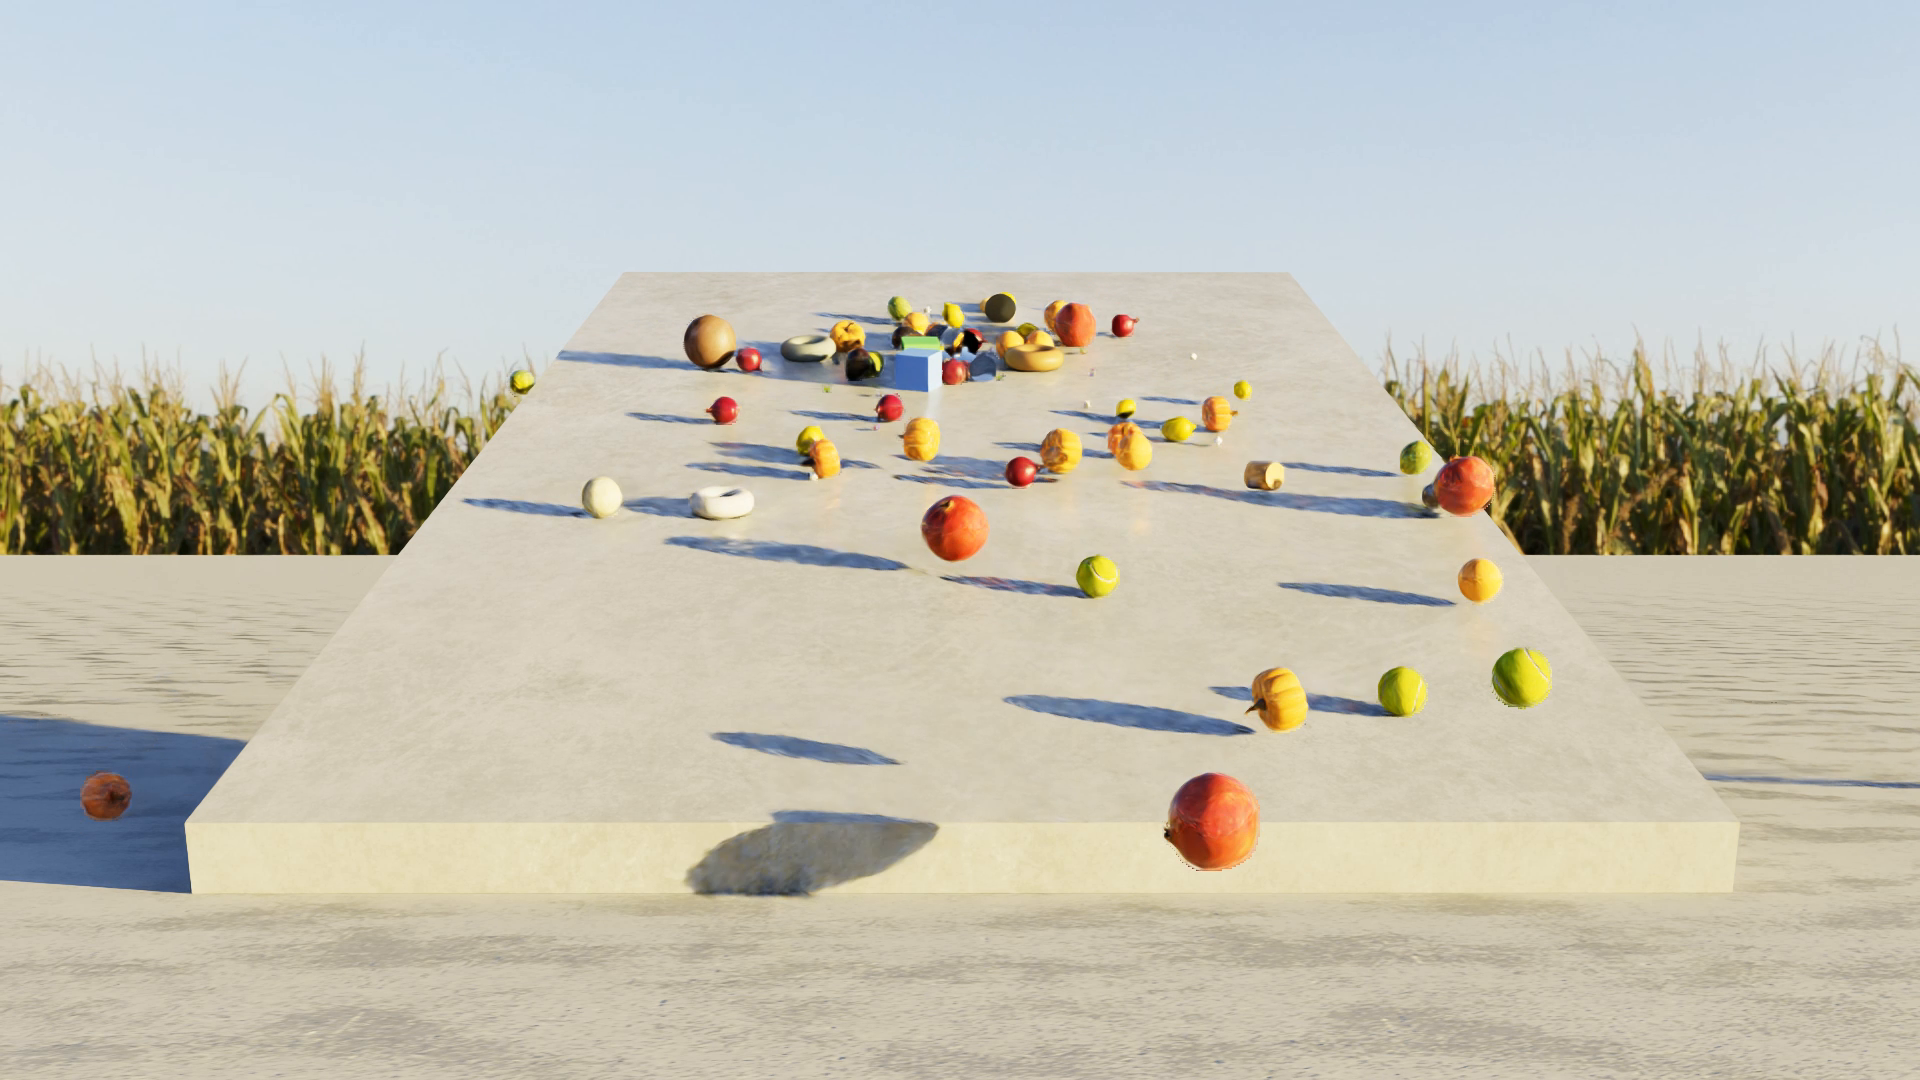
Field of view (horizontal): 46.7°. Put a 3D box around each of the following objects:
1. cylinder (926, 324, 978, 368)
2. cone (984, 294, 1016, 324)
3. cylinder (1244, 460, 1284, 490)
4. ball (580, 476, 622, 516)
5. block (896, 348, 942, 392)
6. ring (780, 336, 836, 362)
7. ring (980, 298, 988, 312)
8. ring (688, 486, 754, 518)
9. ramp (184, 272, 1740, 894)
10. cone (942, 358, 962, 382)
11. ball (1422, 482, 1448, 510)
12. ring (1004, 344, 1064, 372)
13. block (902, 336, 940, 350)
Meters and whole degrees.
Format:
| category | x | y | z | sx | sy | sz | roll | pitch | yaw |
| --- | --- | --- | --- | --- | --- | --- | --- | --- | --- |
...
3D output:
| category | x | y | z | sx | sy | sz | roll | pitch | yaw |
| --- | --- | --- | --- | --- | --- | --- | --- | --- | --- |
| cylinder | -0.022 | -0.475 | 5.432 | 0.092 | 0.092 | 0.092 | 20 | 13 | 40 |
| cone | 0.110 | -0.612 | 5.985 | 0.083 | 0.083 | 0.083 | 0 | -10 | 3 |
| cylinder | 0.590 | -0.125 | 4.312 | 0.055 | 0.055 | 0.055 | 0 | -3 | -44 |
| ball | -0.675 | -0.081 | 4.179 | 0.076 | 0.076 | 0.076 | 0 | 0 | 0 |
| block | -0.096 | -0.399 | 5.207 | 0.084 | 0.084 | 0.084 | 7 | 18 | 21 |
| ring | -0.377 | -0.475 | 5.518 | 0.139 | 0.046 | 0.139 | -3 | 20 | 1 |
| ring | 0.101 | -0.644 | 6.099 | 0.096 | 0.032 | 0.096 | -1 | 18 | 0 |
| ring | -0.451 | -0.072 | 4.208 | 0.124 | 0.041 | 0.124 | 0 | 16 | 0 |
| ramp | -0.003 | -0.173 | 4.783 | 2.000 | 0.100 | 4.000 | 0 | 17 | 0 |
| cone | -0.022 | -0.400 | 5.307 | 0.058 | 0.058 | 0.058 | 0 | -10 | 3 |
| ball | 0.906 | -0.084 | 4.238 | 0.051 | 0.051 | 0.051 | 0 | 0 | 0 |
| ring | 0.181 | -0.444 | 5.418 | 0.146 | 0.049 | 0.146 | 1 | 16 | 0 |
| block | -0.094 | -0.436 | 5.323 | 0.087 | 0.087 | 0.087 | -2 | 17 | -7 |
